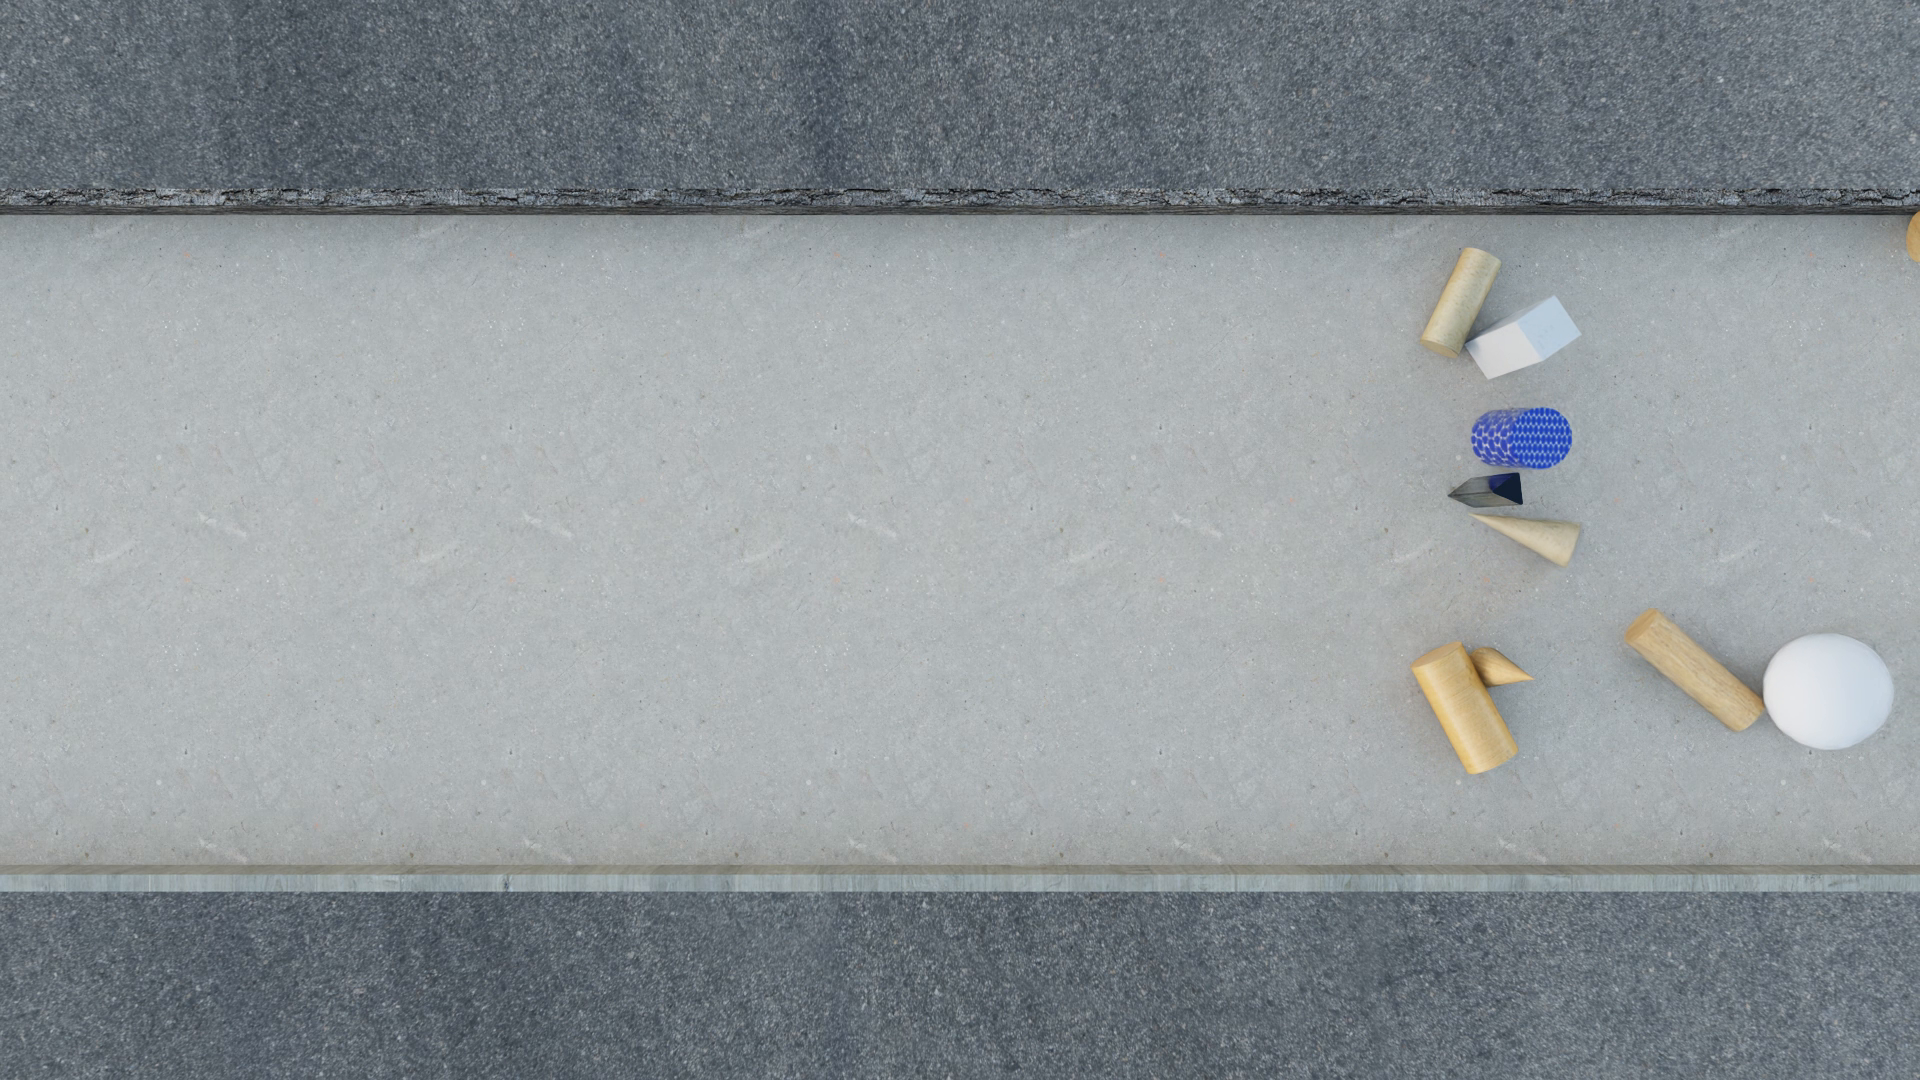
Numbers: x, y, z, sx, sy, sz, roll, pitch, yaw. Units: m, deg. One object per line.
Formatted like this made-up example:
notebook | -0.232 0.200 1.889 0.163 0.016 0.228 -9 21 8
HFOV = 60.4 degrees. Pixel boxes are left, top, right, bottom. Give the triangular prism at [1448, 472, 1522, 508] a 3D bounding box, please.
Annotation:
triangular prism | 1.558 -0.154 4.862 0.092 0.430 0.079 23 90 0

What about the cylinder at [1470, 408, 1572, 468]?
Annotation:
cylinder | 1.659 -0.303 4.889 0.176 0.365 0.176 0 94 0

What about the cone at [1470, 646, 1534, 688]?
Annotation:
cone | 1.619 0.392 4.860 0.126 0.433 0.126 0 90 0

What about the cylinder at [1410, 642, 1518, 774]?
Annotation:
cylinder | 1.526 0.507 4.993 0.169 0.169 0.363 -28 90 0

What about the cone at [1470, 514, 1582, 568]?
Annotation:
cone | 1.709 -0.032 5.041 0.325 0.144 0.144 19 90 12

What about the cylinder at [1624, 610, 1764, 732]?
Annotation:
cylinder | 2.229 0.397 5.011 0.425 0.131 0.131 40 90 0

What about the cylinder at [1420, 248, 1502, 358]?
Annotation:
cylinder | 1.523 -0.721 5.015 0.123 0.123 0.310 26 90 0

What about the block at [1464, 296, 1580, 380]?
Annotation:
block | 1.645 -0.590 4.847 0.134 0.455 0.134 -34 90 -1

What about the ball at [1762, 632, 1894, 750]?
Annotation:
ball | 2.578 0.449 4.904 0.346 0.346 0.346 0 90 0

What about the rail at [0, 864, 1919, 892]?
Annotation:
rail | -2.247 1.025 5.001 12.000 0.150 0.050 0 90 0

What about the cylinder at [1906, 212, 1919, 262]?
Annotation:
cylinder | 3.121 -0.922 4.999 0.415 0.155 0.155 0 90 0

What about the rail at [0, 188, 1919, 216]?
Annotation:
rail | -2.247 -1.025 5.002 12.000 0.150 0.050 0 90 0
